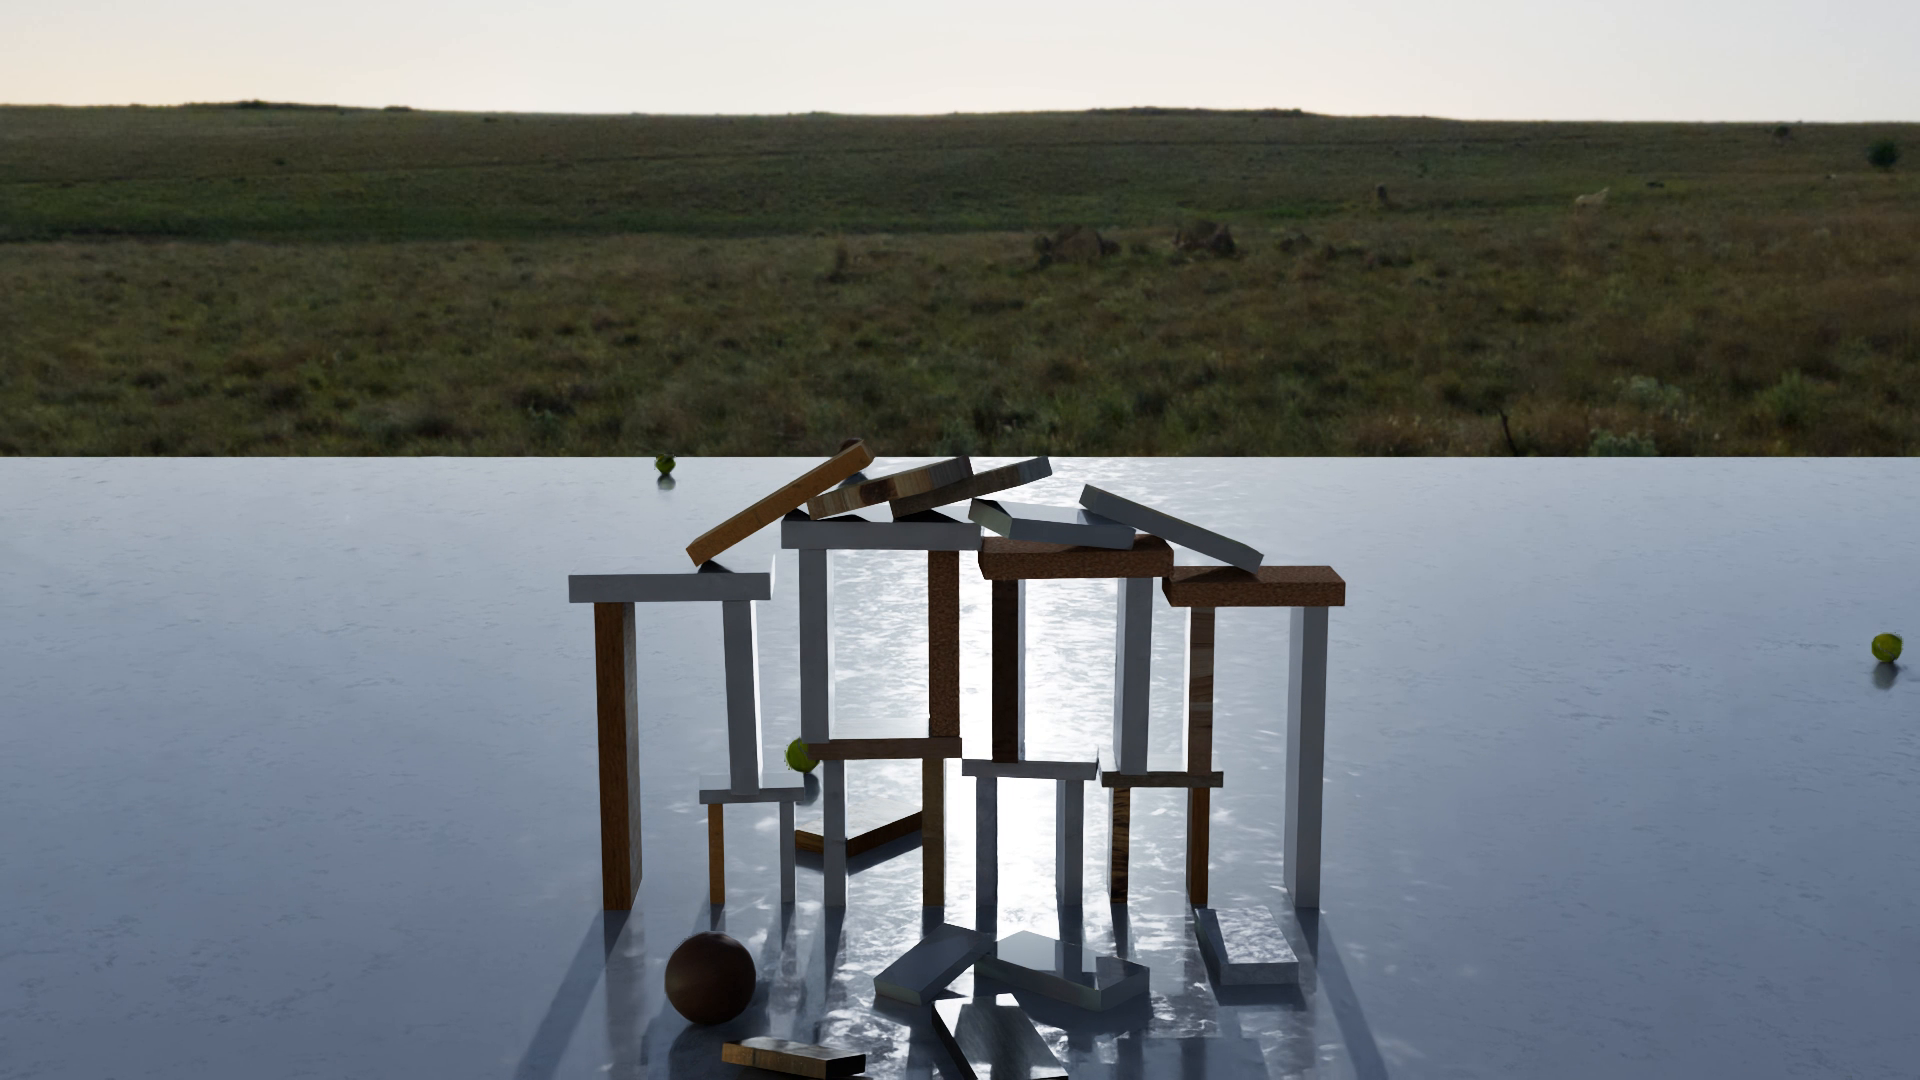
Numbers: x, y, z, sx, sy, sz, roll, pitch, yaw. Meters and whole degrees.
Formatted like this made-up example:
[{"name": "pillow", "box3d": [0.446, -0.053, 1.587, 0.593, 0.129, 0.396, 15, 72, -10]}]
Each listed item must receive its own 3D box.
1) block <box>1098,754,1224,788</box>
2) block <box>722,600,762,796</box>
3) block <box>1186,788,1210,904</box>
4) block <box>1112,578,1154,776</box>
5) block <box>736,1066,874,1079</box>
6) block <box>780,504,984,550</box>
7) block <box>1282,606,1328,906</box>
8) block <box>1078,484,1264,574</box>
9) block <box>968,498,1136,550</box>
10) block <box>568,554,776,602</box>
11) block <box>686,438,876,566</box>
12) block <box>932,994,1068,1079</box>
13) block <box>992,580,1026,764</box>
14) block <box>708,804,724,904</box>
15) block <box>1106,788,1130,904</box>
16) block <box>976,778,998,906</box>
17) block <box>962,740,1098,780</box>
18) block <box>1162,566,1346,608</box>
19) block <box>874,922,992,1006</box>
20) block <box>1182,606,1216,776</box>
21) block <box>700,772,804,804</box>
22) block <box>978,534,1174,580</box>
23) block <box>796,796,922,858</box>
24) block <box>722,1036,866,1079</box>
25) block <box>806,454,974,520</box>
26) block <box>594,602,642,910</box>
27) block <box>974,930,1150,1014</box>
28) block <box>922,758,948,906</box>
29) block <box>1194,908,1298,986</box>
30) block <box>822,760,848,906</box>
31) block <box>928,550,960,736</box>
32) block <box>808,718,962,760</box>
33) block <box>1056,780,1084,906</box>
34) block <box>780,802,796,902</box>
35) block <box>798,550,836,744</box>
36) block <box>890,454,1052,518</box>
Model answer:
[{"name": "block", "box3d": [0.330, 0.381, 3.632, 0.198, 0.028, 0.099, 0, 11, 0]}, {"name": "block", "box3d": [-0.356, 0.240, 3.605, 0.045, 0.320, 0.160, -2, 11, -3]}, {"name": "block", "box3d": [0.395, 0.492, 3.652, 0.028, 0.198, 0.099, 0, 11, 1]}, {"name": "block", "box3d": [0.282, 0.206, 3.602, 0.043, 0.326, 0.151, 1, 11, -1]}, {"name": "block", "box3d": [-0.209, 0.724, 2.877, 0.175, 0.025, 0.087, 2, 11, 13]}, {"name": "block", "box3d": [-0.121, -0.021, 3.540, 0.316, 0.045, 0.158, 1, 11, 3]}, {"name": "block", "box3d": [0.569, 0.341, 3.628, 0.039, 0.504, 0.139, 0, 11, 0]}, {"name": "block", "box3d": [0.342, -0.019, 3.581, 0.292, 0.034, 0.120, 20, 5, -9]}, {"name": "block", "box3d": [0.146, -0.025, 3.477, 0.240, 0.034, 0.120, 5, 13, -33]}, {"name": "block", "box3d": [-0.464, 0.061, 3.571, 0.319, 0.045, 0.160, -1, 11, -2]}, {"name": "block", "box3d": [-0.288, -0.062, 3.554, 0.327, 0.034, 0.120, -30, 6, 5]}, {"name": "block", "box3d": [0.051, 0.695, 3.010, 0.117, 0.033, 0.286, -3, 11, -14]}, {"name": "block", "box3d": [0.080, 0.197, 3.589, 0.043, 0.302, 0.151, 1, 11, 6]}, {"name": "block", "box3d": [-0.405, 0.507, 3.650, 0.024, 0.171, 0.085, -1, 11, -7]}, {"name": "block", "box3d": [0.263, 0.492, 3.653, 0.028, 0.198, 0.099, 1, 11, 0]}, {"name": "block", "box3d": [0.045, 0.483, 3.648, 0.031, 0.219, 0.109, 1, 11, 4]}, {"name": "block", "box3d": [0.116, 0.362, 3.615, 0.219, 0.031, 0.109, 1, 11, 6]}, {"name": "block", "box3d": [0.475, 0.074, 3.576, 0.278, 0.039, 0.139, 0, 11, -1]}, {"name": "block", "box3d": [-0.040, 0.631, 3.277, 0.087, 0.025, 0.175, 7, 25, 37]}, {"name": "block", "box3d": [0.390, 0.231, 3.602, 0.039, 0.278, 0.139, 0, 11, 2]}, {"name": "block", "box3d": [-0.344, 0.410, 3.635, 0.171, 0.024, 0.085, -1, 11, -6]}, {"name": "block", "box3d": [0.184, 0.026, 3.560, 0.302, 0.043, 0.151, -1, 11, -4]}, {"name": "block", "box3d": [-0.177, 0.518, 3.966, 0.120, 0.034, 0.240, 8, 13, 36]}, {"name": "block", "box3d": [-0.223, 0.693, 2.945, 0.175, 0.025, 0.087, 0, -5, 34]}, {"name": "block", "box3d": [-0.111, -0.082, 3.452, 0.240, 0.034, 0.120, -13, 5, 34]}, {"name": "block", "box3d": [-0.562, 0.337, 3.623, 0.045, 0.515, 0.160, 0, 11, -1]}, {"name": "block", "box3d": [0.151, 0.643, 3.290, 0.240, 0.034, 0.120, 9, 14, 40]}, {"name": "block", "box3d": [-0.042, 0.466, 3.650, 0.035, 0.250, 0.125, 0, 11, 2]}, {"name": "block", "box3d": [0.439, 0.625, 3.392, 0.117, 0.033, 0.235, -1, 11, -3]}, {"name": "block", "box3d": [-0.206, 0.467, 3.648, 0.035, 0.250, 0.125, 0, 11, -1]}, {"name": "block", "box3d": [-0.027, 0.148, 3.617, 0.045, 0.316, 0.158, -1, 11, -3]}, {"name": "block", "box3d": [-0.123, 0.327, 3.620, 0.250, 0.035, 0.125, 0, 11, -3]}, {"name": "block", "box3d": [0.182, 0.482, 3.650, 0.031, 0.219, 0.109, -1, 11, -5]}, {"name": "block", "box3d": [-0.286, 0.505, 3.658, 0.024, 0.171, 0.085, -1, 11, -3]}, {"name": "block", "box3d": [-0.232, 0.156, 3.574, 0.045, 0.316, 0.158, 0, 11, 0]}, {"name": "block", "box3d": [0.016, -0.085, 3.486, 0.235, 0.033, 0.117, -14, 3, 28]}]
